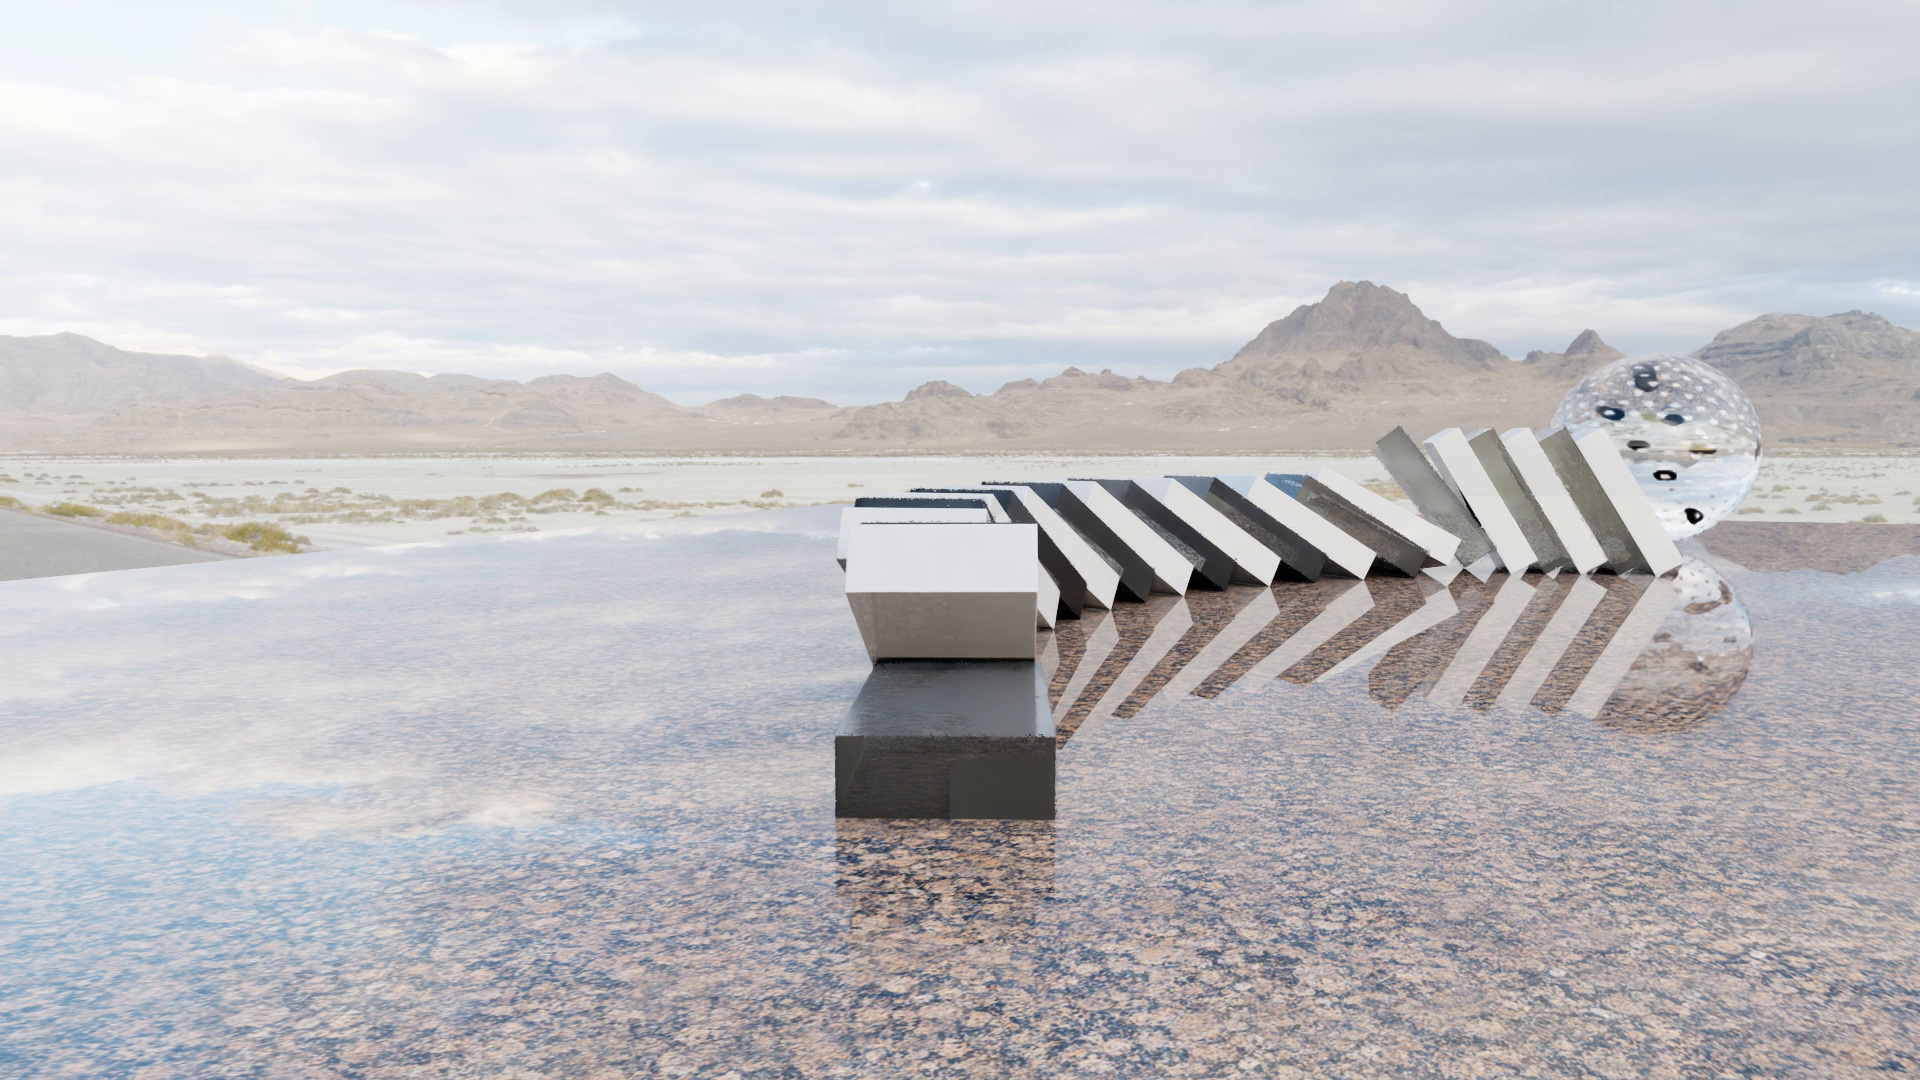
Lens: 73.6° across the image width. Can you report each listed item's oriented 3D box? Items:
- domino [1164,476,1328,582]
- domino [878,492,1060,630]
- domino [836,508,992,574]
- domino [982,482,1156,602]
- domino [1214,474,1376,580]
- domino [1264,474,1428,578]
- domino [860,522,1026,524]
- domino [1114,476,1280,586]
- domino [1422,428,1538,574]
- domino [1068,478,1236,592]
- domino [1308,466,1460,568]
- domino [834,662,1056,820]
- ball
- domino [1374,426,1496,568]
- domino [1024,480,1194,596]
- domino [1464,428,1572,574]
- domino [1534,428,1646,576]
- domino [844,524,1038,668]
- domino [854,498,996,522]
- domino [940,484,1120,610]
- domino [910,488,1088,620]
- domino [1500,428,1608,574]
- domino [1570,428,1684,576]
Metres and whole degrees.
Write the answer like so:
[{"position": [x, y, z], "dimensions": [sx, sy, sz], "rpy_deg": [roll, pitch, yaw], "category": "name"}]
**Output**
[{"position": [0.086, -0.003, 0.394], "dimensions": [0.050, 0.009, 0.025], "rpy_deg": [31, -10, -25], "category": "domino"}, {"position": [0.002, 0.005, 0.279], "dimensions": [0.025, 0.010, 0.050], "rpy_deg": [2, -24, 22], "category": "domino"}, {"position": [-0.004, 0.009, 0.237], "dimensions": [0.025, 0.010, 0.050], "rpy_deg": [1, -23, 11], "category": "domino"}, {"position": [0.028, 0.001, 0.336], "dimensions": [0.025, 0.010, 0.050], "rpy_deg": [4, -24, 40], "category": "domino"}, {"position": [0.104, -0.004, 0.405], "dimensions": [0.050, 0.009, 0.025], "rpy_deg": [30, -6, -19], "category": "domino"}, {"position": [0.122, -0.005, 0.412], "dimensions": [0.050, 0.010, 0.025], "rpy_deg": [30, -4, -16], "category": "domino"}, {"position": [-0.002, 0.011, 0.215], "dimensions": [0.025, 0.010, 0.050], "rpy_deg": [0, -22, 2], "category": "domino"}, {"position": [0.069, -0.002, 0.381], "dimensions": [0.050, 0.010, 0.025], "rpy_deg": [32, -14, -31], "category": "domino"}, {"position": [0.174, -0.014, 0.431], "dimensions": [0.009, 0.050, 0.025], "rpy_deg": [-31, -3, 13], "category": "domino"}, {"position": [0.054, -0.001, 0.368], "dimensions": [0.050, 0.010, 0.025], "rpy_deg": [33, -17, -35], "category": "domino"}, {"position": [0.137, -0.007, 0.424], "dimensions": [0.050, 0.009, 0.025], "rpy_deg": [28, -4, 1], "category": "domino"}, {"position": [-0.001, 0.025, 0.170], "dimensions": [0.025, 0.009, 0.050], "rpy_deg": [0, 4, 2], "category": "domino"}, {"position": [0.289, -0.038, 0.537], "dimensions": [0.080, 0.080, 0.080], "rpy_deg": [0, 4, 0], "category": "ball"}, {"position": [0.160, -0.014, 0.433], "dimensions": [0.009, 0.050, 0.025], "rpy_deg": [-37, -13, 11], "category": "domino"}, {"position": [0.040, 0.000, 0.352], "dimensions": [0.025, 0.010, 0.050], "rpy_deg": [4, -23, 45], "category": "domino"}, {"position": [0.185, -0.014, 0.431], "dimensions": [0.009, 0.050, 0.025], "rpy_deg": [-31, -3, 13], "category": "domino"}, {"position": [0.207, -0.013, 0.427], "dimensions": [0.010, 0.050, 0.025], "rpy_deg": [-31, -3, 13], "category": "domino"}, {"position": [-0.001, 0.012, 0.191], "dimensions": [0.025, 0.009, 0.050], "rpy_deg": [0, -22, 3], "category": "domino"}, {"position": [-0.002, 0.007, 0.259], "dimensions": [0.025, 0.009, 0.050], "rpy_deg": [1, -24, 17], "category": "domino"}, {"position": [0.017, 0.002, 0.319], "dimensions": [0.025, 0.010, 0.050], "rpy_deg": [3, -24, 36], "category": "domino"}, {"position": [0.009, 0.004, 0.299], "dimensions": [0.025, 0.010, 0.050], "rpy_deg": [2, -24, 27], "category": "domino"}, {"position": [0.196, -0.014, 0.430], "dimensions": [0.010, 0.050, 0.025], "rpy_deg": [-31, -3, 13], "category": "domino"}, {"position": [0.218, -0.013, 0.424], "dimensions": [0.010, 0.050, 0.025], "rpy_deg": [-31, -3, 13], "category": "domino"}]
